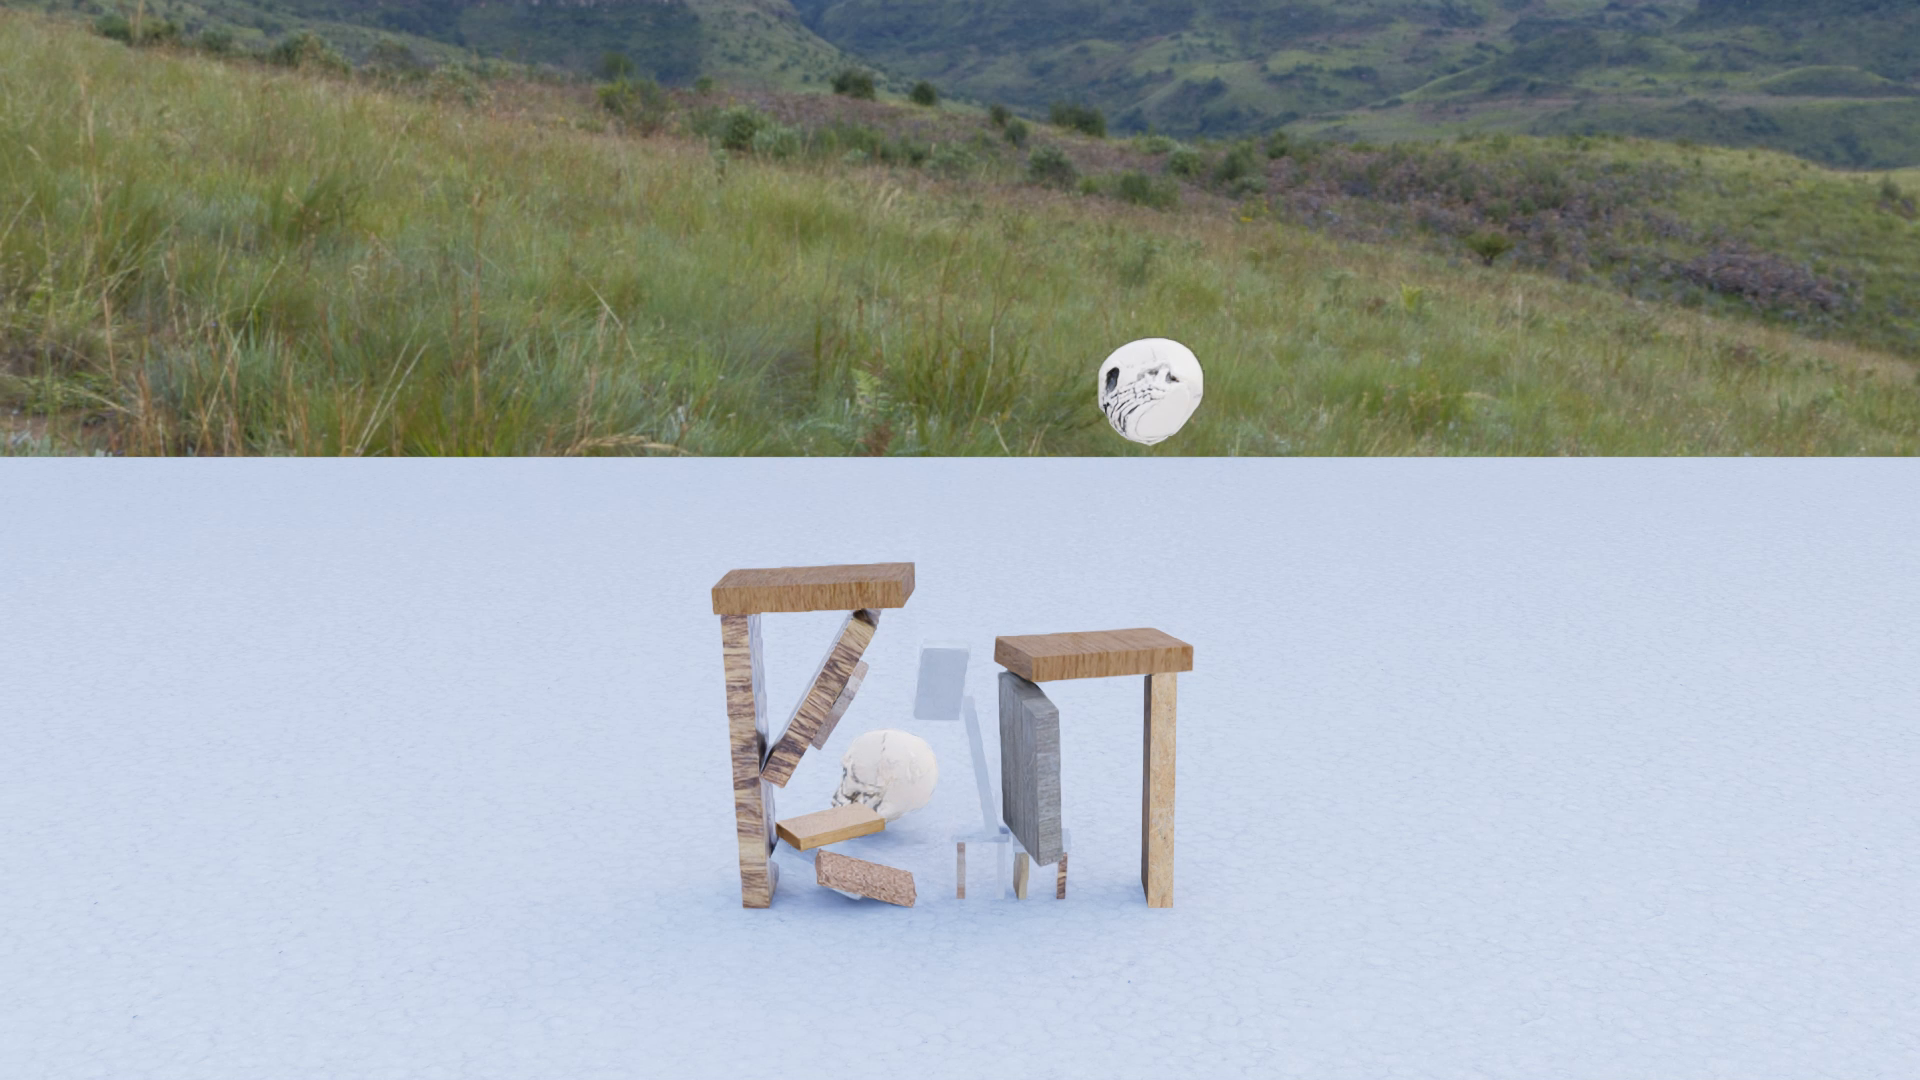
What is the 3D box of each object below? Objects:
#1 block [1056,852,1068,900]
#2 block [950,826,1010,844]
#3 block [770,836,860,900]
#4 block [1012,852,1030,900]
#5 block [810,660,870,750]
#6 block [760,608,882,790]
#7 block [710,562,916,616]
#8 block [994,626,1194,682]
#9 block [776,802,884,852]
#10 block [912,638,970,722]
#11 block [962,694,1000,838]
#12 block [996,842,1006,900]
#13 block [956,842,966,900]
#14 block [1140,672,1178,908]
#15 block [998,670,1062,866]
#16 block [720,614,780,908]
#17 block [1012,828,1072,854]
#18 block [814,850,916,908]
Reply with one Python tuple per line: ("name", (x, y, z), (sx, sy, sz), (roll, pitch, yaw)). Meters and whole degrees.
("block", (0.169, 0.542, 3.646), (0.014, 0.095, 0.048), (2, 23, 0))
("block", (0.032, 0.488, 3.647), (0.097, 0.014, 0.049), (0, 11, 0))
("block", (-0.234, 0.544, 3.665), (0.163, 0.023, 0.081), (26, 10, -3))
("block", (0.101, 0.542, 3.638), (0.014, 0.095, 0.048), (-3, 27, -11))
("block", (-0.195, 0.266, 3.547), (0.021, 0.148, 0.074), (30, 38, -4))
("block", (-0.225, 0.246, 3.596), (0.043, 0.307, 0.153), (29, 14, -5))
("block", (-0.235, 0.078, 3.561), (0.307, 0.043, 0.153), (-2, 10, 7))
("block", (0.215, 0.184, 3.550), (0.287, 0.041, 0.144), (-3, 11, -24))
("block", (-0.218, 0.480, 3.692), (0.163, 0.023, 0.081), (-10, 19, -32))
("block", (-0.031, 0.224, 3.502), (0.074, 0.149, 0.021), (3, 36, -7))
("block", (0.034, 0.372, 3.618), (0.021, 0.224, 0.074), (-11, 12, 0))
("block", (0.068, 0.542, 3.657), (0.014, 0.097, 0.049), (2, 11, 1))
("block", (0.001, 0.542, 3.658), (0.014, 0.097, 0.049), (0, 11, 1))
("block", (0.328, 0.395, 3.636), (0.041, 0.396, 0.144), (0, 11, 0))
("block", (0.113, 0.365, 3.532), (0.041, 0.287, 0.144), (-13, 30, -19))
("block", (-0.345, 0.346, 3.628), (0.043, 0.493, 0.153), (-3, 10, 2))
("block", (0.134, 0.493, 3.612), (0.095, 0.014, 0.048), (-1, 28, -1))
("block", (-0.155, 0.557, 3.617), (0.163, 0.023, 0.081), (16, 17, -13))
